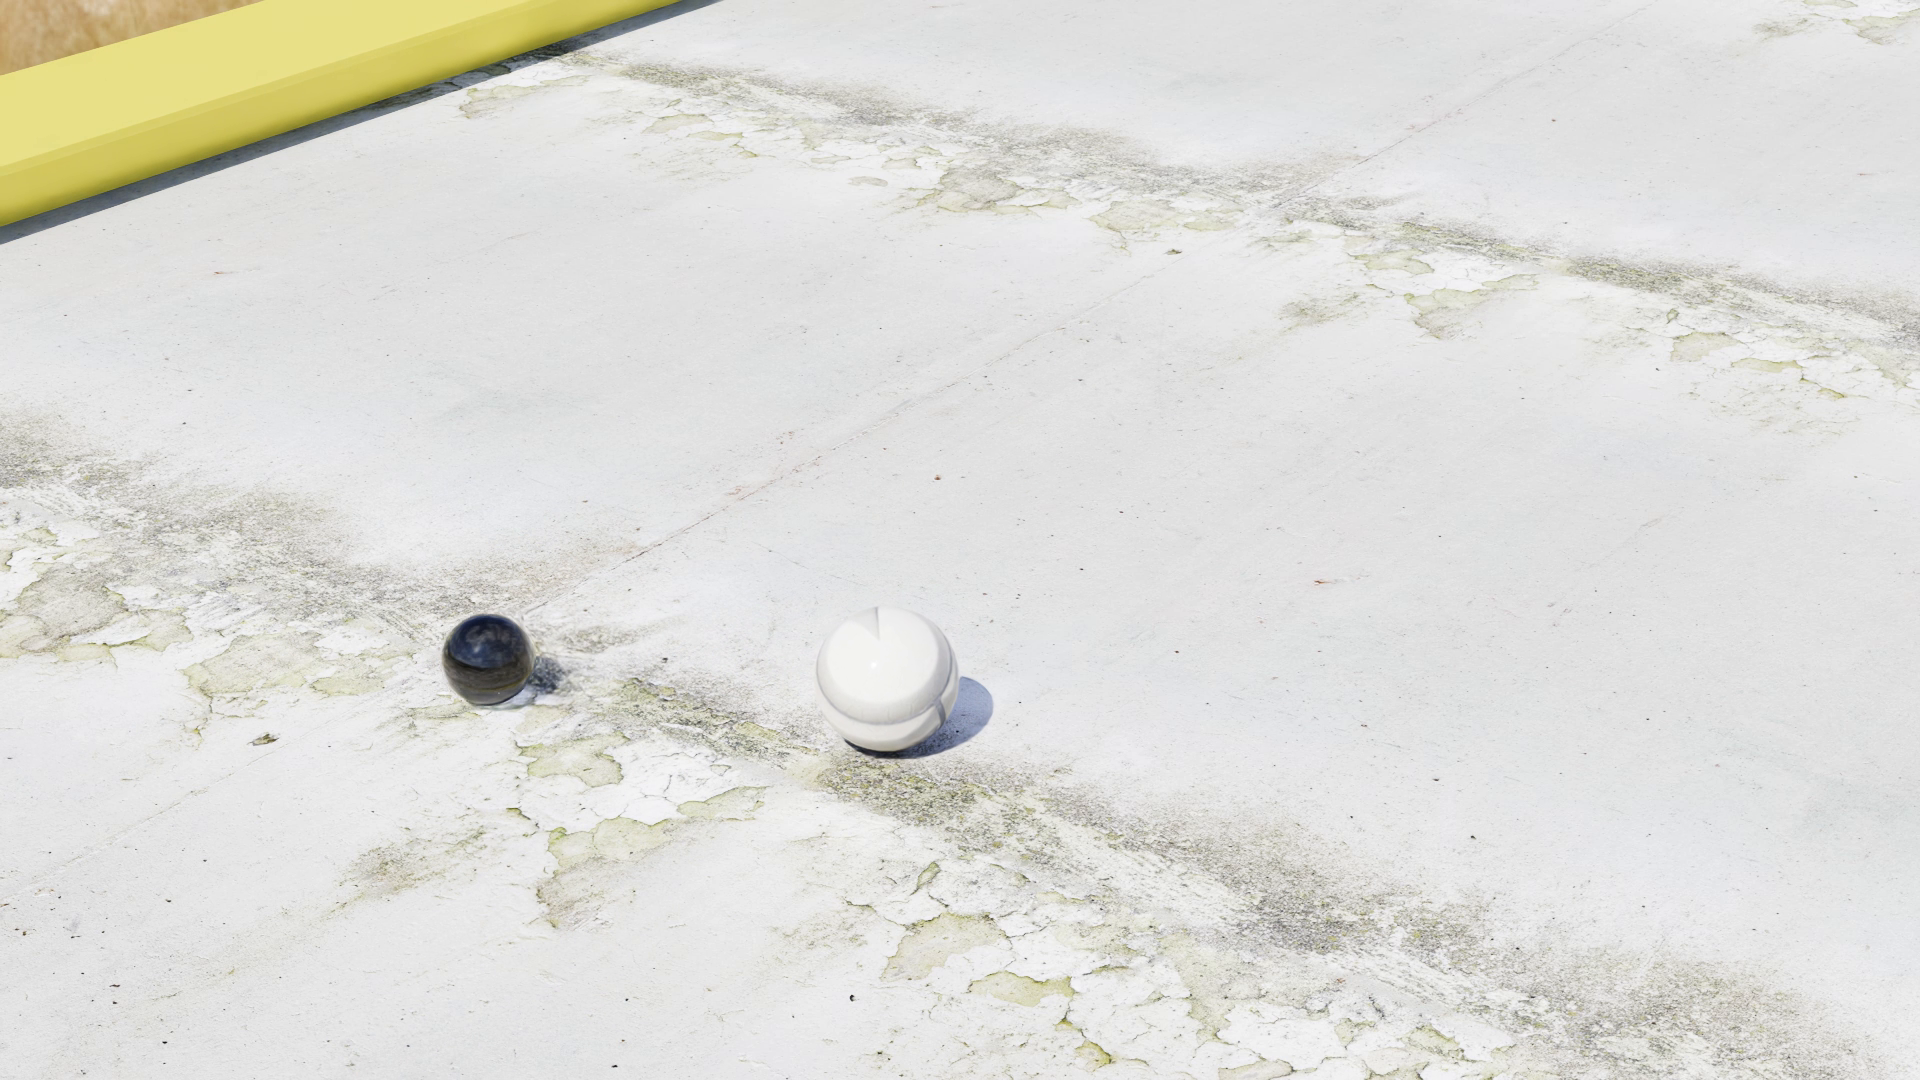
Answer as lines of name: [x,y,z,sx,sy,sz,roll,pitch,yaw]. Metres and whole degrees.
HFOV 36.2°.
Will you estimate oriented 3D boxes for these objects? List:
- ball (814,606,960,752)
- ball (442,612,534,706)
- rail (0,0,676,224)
ball: [-0.041,0.077,1.645,0.082,0.082,0.082,0,25,0]
ball: [-0.272,0.069,1.697,0.053,0.053,0.053,0,25,0]
rail: [-0.332,-0.594,3.027,0.045,0.123,3.672,16,30,31]
